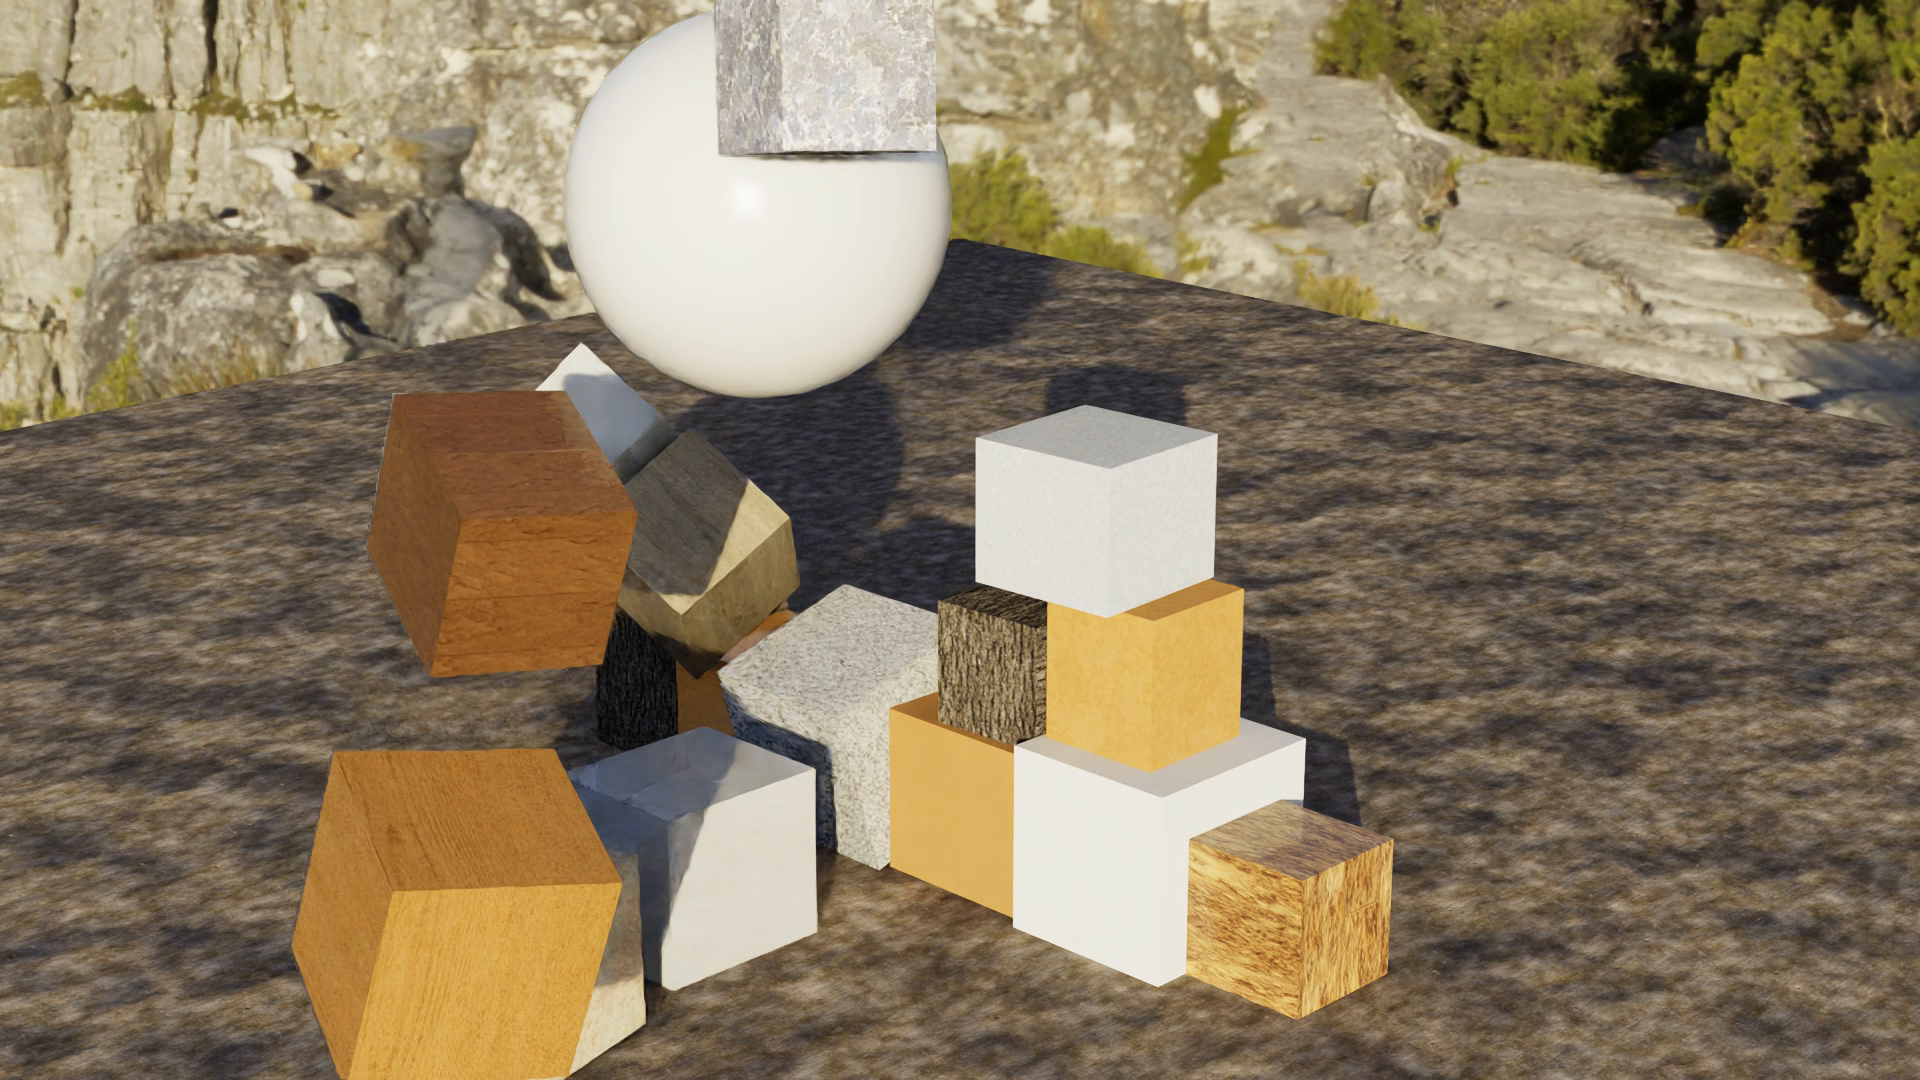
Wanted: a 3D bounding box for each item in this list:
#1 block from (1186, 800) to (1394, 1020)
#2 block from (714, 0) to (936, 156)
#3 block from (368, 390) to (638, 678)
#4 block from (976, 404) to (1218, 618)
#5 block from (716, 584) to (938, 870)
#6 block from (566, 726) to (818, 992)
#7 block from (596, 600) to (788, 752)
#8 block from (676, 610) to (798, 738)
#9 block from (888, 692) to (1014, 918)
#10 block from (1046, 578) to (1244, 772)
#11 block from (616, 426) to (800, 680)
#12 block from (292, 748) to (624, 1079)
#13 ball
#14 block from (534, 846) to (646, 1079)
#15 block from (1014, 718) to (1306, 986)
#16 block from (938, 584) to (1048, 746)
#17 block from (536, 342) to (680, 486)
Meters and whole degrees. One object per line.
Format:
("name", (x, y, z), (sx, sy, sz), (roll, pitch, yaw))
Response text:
("block", (1.389, 1.549, 12.378), (0.608, 0.622, 0.604), (-17, 24, -42))
("block", (-0.505, -1.747, 10.904), (0.623, 0.610, 0.586), (-4, 7, -28))
("block", (-1.697, -0.036, 10.799), (0.665, 0.697, 0.797), (-3, 37, -30))
("block", (0.584, -0.137, 12.590), (0.730, 0.645, 0.733), (15, 23, 39))
("block", (-0.465, 0.866, 13.820), (0.838, 0.855, 0.847), (17, 41, 43))
("block", (-1.174, 1.363, 12.716), (0.729, 0.772, 0.823), (16, 24, 42))
("block", (-1.370, 0.650, 14.985), (0.742, 0.773, 0.645), (-17, 24, -42))
("block", (-0.894, 0.836, 14.534), (0.701, 0.691, 0.726), (17, 24, 42))
("block", (0.275, 1.136, 13.428), (0.847, 0.780, 0.845), (-17, 24, -42))
("block", (0.796, 0.534, 12.658), (0.592, 0.677, 0.598), (16, 24, 41))
("block", (-1.267, 0.070, 13.977), (0.672, 0.812, 0.694), (42, 73, 17))
("block", (-1.770, 1.310, 10.223), (0.807, 0.856, 0.782), (2, 31, -29))
("ball", (-0.828, -1.381, 12.039), (1.600, 1.600, 1.600), (0, 17, 0))
("block", (-1.825, 1.660, 11.685), (0.775, 0.760, 0.809), (12, 24, 31))
("block", (0.868, 1.284, 12.829), (0.844, 0.857, 0.950), (16, 24, 42))
("block", (0.323, 0.529, 13.096), (0.578, 0.576, 0.616), (15, 23, 40))
("block", (-1.762, -0.410, 14.026), (0.592, 0.700, 0.568), (41, -5, 26))
